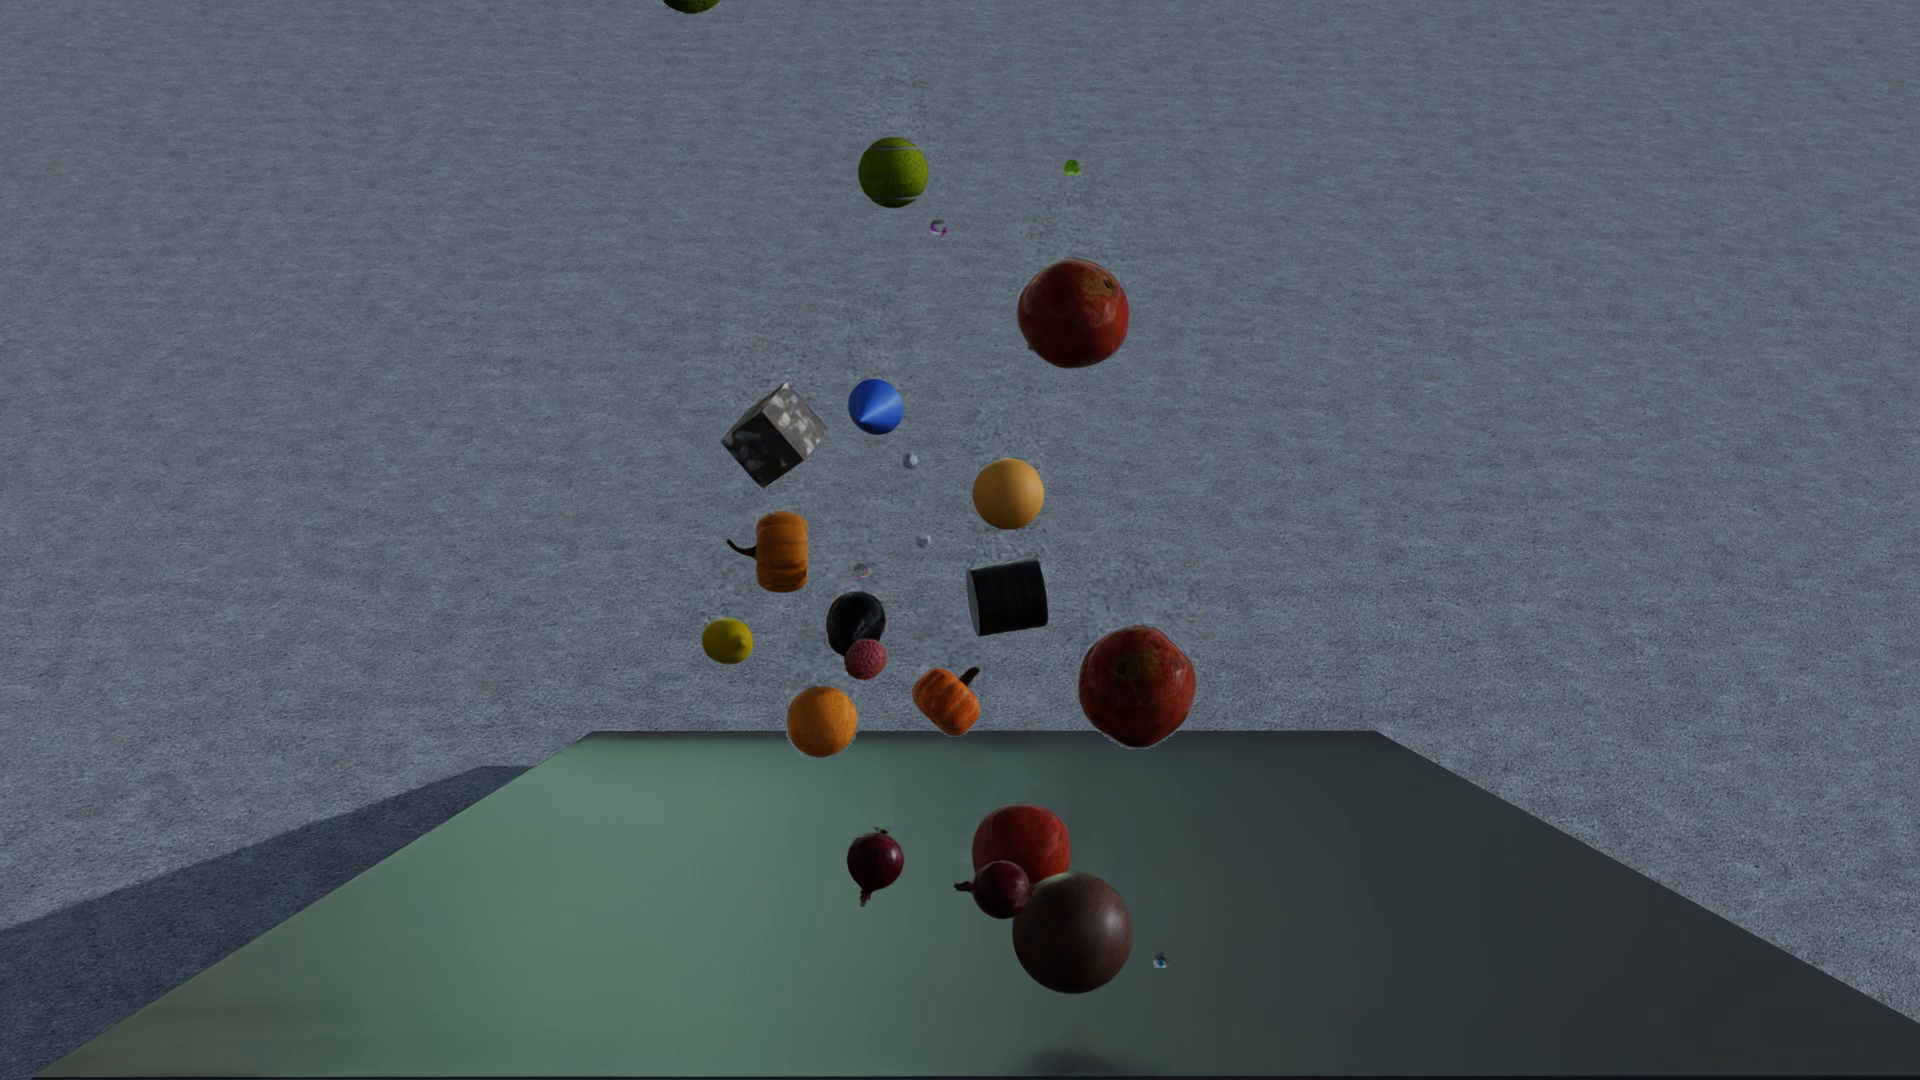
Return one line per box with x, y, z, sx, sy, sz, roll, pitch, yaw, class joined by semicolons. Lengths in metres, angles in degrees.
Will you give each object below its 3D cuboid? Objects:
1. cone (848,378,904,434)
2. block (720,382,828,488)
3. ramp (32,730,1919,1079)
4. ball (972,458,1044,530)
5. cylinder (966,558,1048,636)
-0.086;-0.117;2.406;0.054;0.054;0.054;7;19;13;cone
-0.168;-0.095;2.347;0.058;0.058;0.058;-32;14;35;block
0.063;0.564;4.603;2.000;0.100;4.000;0;1;0;ramp
0.047;-0.045;2.509;0.070;0.070;0.070;0;28;0;ball
0.052;0.064;2.896;0.077;0.077;0.077;-9;29;-7;cylinder
